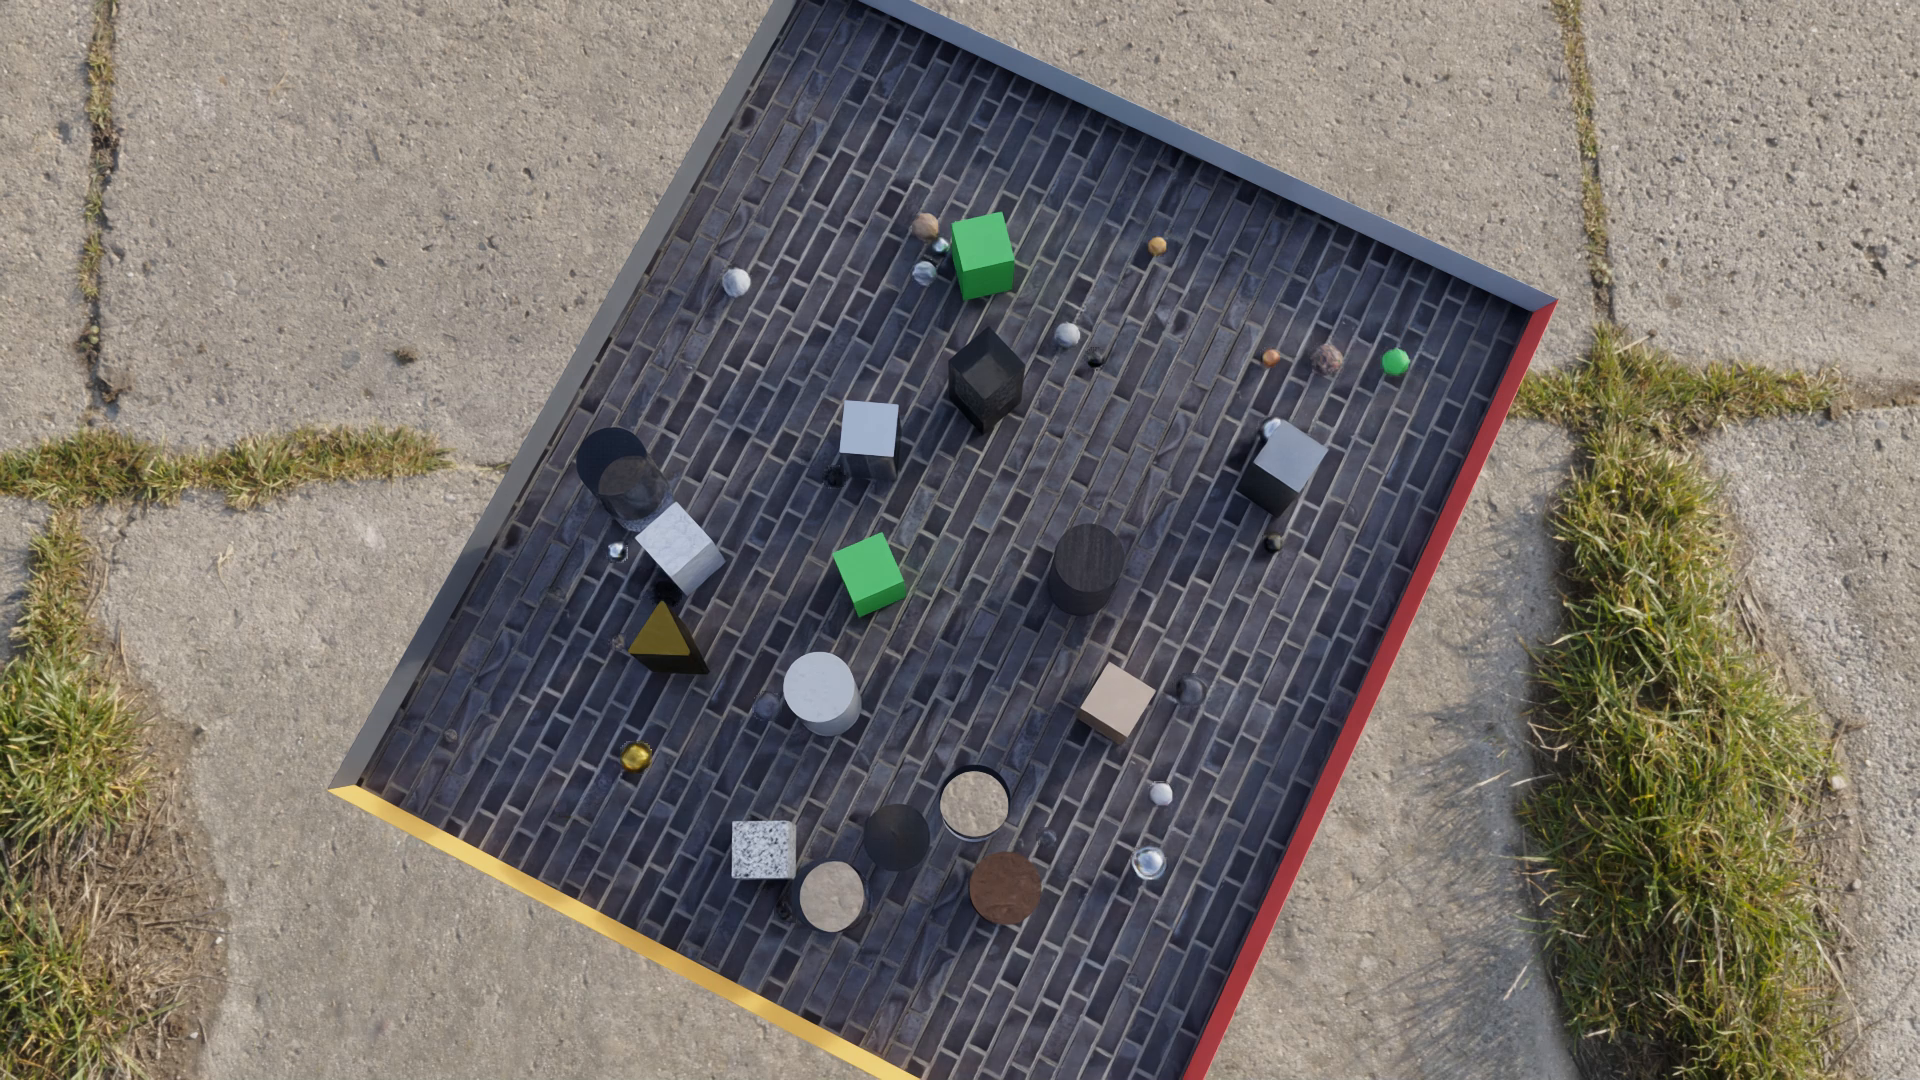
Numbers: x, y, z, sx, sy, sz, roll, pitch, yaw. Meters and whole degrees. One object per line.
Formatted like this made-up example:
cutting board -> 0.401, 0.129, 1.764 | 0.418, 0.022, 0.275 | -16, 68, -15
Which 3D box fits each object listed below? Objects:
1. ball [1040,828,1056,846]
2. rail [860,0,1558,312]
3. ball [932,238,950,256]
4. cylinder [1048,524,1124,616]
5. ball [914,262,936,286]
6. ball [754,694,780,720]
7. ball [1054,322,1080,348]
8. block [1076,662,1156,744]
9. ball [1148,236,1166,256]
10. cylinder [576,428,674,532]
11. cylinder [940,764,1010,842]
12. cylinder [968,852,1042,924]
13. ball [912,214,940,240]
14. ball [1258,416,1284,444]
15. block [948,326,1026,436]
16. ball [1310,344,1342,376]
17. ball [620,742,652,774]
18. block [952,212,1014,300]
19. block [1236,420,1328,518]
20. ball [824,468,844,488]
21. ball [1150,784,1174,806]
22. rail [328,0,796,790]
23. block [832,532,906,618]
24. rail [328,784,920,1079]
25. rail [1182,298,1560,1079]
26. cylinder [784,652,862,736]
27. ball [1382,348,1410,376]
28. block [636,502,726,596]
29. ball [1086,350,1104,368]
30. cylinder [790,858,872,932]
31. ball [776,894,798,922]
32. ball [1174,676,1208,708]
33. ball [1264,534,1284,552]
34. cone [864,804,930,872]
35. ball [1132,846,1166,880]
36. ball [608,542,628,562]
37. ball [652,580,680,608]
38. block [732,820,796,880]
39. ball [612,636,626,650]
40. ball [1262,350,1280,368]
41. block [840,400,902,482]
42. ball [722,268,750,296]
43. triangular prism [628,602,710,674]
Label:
ball -> 0.259, 0.879, 5.408 | 0.052, 0.052, 0.052 | 0, 78, 0
rail -> 0.659, -1.283, 5.815 | 2.628, 0.129, 0.045 | 26, 80, 5
ball -> -0.058, -0.923, 5.778 | 0.059, 0.059, 0.059 | 0, 78, 0
cylinder -> 0.366, 0.092, 5.386 | 0.199, 0.414, 0.199 | 0, 78, 0
ball -> -0.110, -0.838, 5.752 | 0.075, 0.075, 0.075 | 0, 78, 0
ball -> -0.574, 0.498, 5.474 | 0.077, 0.077, 0.077 | 0, 78, 0
ball -> 0.334, -0.637, 5.707 | 0.081, 0.081, 0.081 | 0, 78, 0
block -> 0.455, 0.483, 5.390 | 0.159, 0.247, 0.159 | 32, 80, 6
ball -> 0.622, -0.927, 5.778 | 0.060, 0.060, 0.060 | 0, 78, 0
cylinder -> -0.981, -0.172, 5.399 | 0.199, 0.496, 0.199 | 0, 78, 0
cylinder -> 0.042, 0.760, 5.271 | 0.199, 0.368, 0.199 | 0, 78, 0
cylinder -> 0.125, 0.995, 5.224 | 0.199, 0.365, 0.199 | 0, 78, 0
ball -> -0.108, -0.986, 5.772 | 0.086, 0.086, 0.086 | 0, 78, 0
ball -> 0.968, -0.332, 5.631 | 0.098, 0.098, 0.098 | 0, 78, 0
block -> 0.078, -0.475, 5.515 | 0.159, 0.392, 0.159 | -41, 81, -8
ball -> 1.136, -0.558, 5.683 | 0.097, 0.097, 0.097 | 0, 78, 0
ball -> -0.962, 0.648, 5.436 | 0.092, 0.092, 0.092 | 0, 78, 0
block -> 0.069, -0.874, 5.661 | 0.159, 0.267, 0.159 | -13, 79, -3
block -> 0.959, -0.209, 5.481 | 0.159, 0.349, 0.159 | 35, 80, 7
ball -> -0.384, -0.191, 5.621 | 0.061, 0.061, 0.061 | 0, 78, 0
ball -> 0.598, 0.754, 5.426 | 0.067, 0.067, 0.067 | 0, 78, 0
rail -> -1.154, -0.558, 5.665 | 0.045, 0.129, 2.993 | 26, 80, 5
block -> -0.267, 0.106, 5.457 | 0.159, 0.269, 0.159 | -23, 79, -5
rail -> -0.659, 1.297, 5.281 | 2.628, 0.129, 0.045 | 26, 80, 5
rail -> 1.154, 0.572, 5.431 | 0.045, 0.129, 2.993 | 26, 80, 5
cylinder -> -0.395, 0.451, 5.319 | 0.199, 0.400, 0.199 | 0, 78, 0
ball -> 1.352, -0.553, 5.689 | 0.083, 0.083, 0.083 | 0, 78, 0
block -> -0.827, 0.030, 5.447 | 0.159, 0.320, 0.159 | -42, 81, -8
ball -> 0.421, -0.563, 5.704 | 0.057, 0.057, 0.057 | 0, 78, 0
cylinder -> -0.358, 1.004, 5.165 | 0.199, 0.478, 0.199 | 0, 78, 0
ball -> -0.497, 1.076, 5.354 | 0.080, 0.080, 0.080 | 0, 78, 0
ball -> 0.689, 0.454, 5.472 | 0.099, 0.099, 0.099 | 0, 78, 0
ball -> 0.955, 0.010, 5.584 | 0.059, 0.059, 0.059 | 0, 78, 0
cone -> -0.187, 0.840, 5.232 | 0.199, 0.413, 0.199 | 0, 78, 0
ball -> 0.556, 0.947, 5.370 | 0.099, 0.099, 0.099 | 0, 78, 0
ball -> -1.043, 0.035, 5.579 | 0.059, 0.059, 0.059 | 0, 78, 0
ball -> -0.888, 0.164, 5.539 | 0.084, 0.084, 0.084 | 0, 78, 0
block -> -0.565, 0.900, 5.303 | 0.159, 0.250, 0.159 | -1, 78, 0
ball -> -1.032, 0.308, 5.531 | 0.042, 0.042, 0.042 | 0, 78, 0
ball -> 0.968, -0.567, 5.705 | 0.056, 0.056, 0.056 | 0, 78, 0
block -> -0.267, -0.296, 5.522 | 0.159, 0.306, 0.159 | 5, 78, 1
ball -> -0.700, -0.807, 5.739 | 0.088, 0.088, 0.088 | 0, 78, 0
triangular prism -> -0.841, 0.285, 5.349 | 0.172, 0.408, 0.149 | 2, 78, 0
